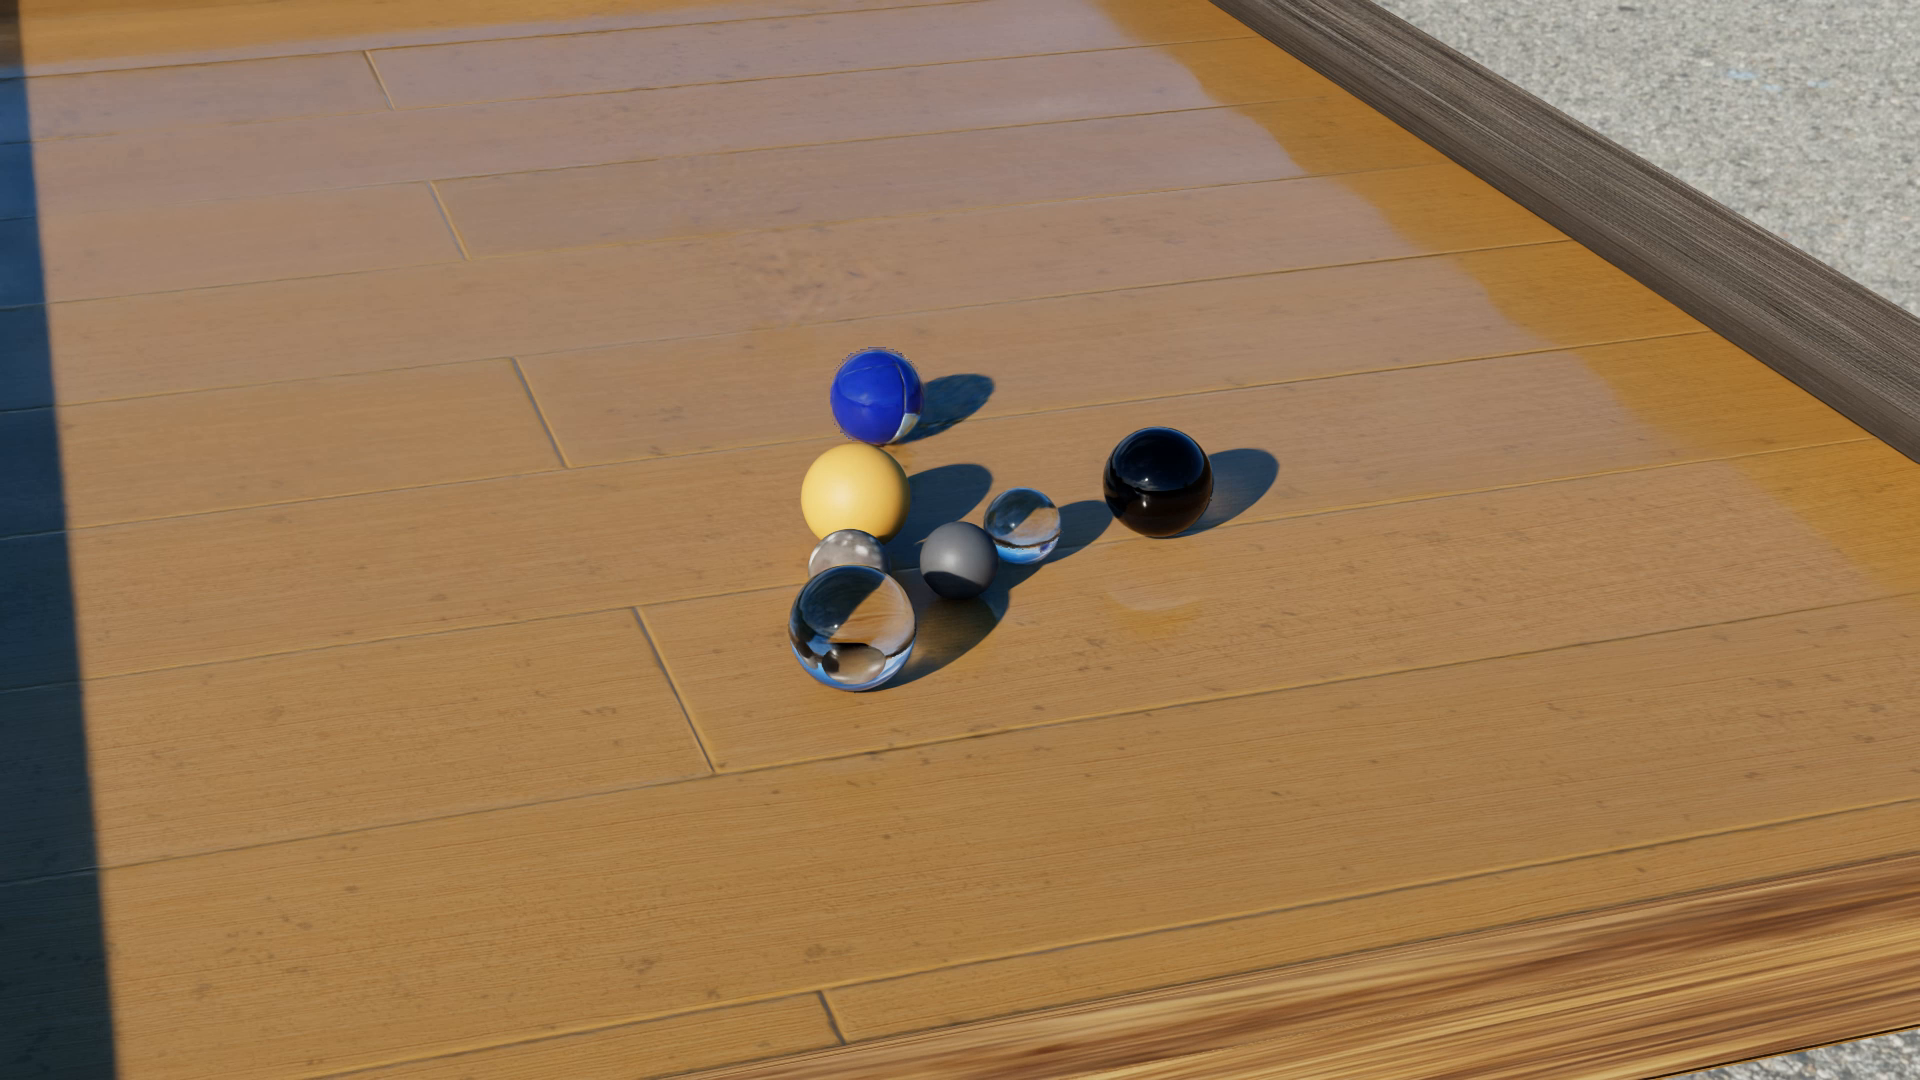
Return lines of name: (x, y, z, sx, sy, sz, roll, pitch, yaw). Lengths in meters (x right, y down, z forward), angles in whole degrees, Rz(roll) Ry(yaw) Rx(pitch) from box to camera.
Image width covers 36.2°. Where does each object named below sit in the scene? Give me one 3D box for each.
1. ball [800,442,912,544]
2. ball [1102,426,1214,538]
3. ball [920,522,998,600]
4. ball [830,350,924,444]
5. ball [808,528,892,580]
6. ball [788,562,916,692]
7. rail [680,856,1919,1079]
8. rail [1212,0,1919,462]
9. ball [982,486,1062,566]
ball: (-0.075, -0.030, 2.118, 0.080, 0.080, 0.080, 0, 25, 0)
ball: (0.144, -0.042, 2.142, 0.081, 0.081, 0.081, 0, 25, 0)
ball: (-0.001, 0.014, 2.050, 0.055, 0.055, 0.055, 0, 25, 0)
ball: (-0.065, -0.112, 2.299, 0.074, 0.074, 0.074, 0, 25, 0)
ball: (-0.076, 0.021, 2.032, 0.058, 0.058, 0.058, 0, 25, 0)
ball: (-0.070, 0.057, 1.925, 0.084, 0.084, 0.084, 0, 25, 0)
rail: (0.196, 0.244, 1.490, 1.547, 0.109, 0.045, -8, 26, -16)
rail: (0.512, -0.387, 2.847, 0.045, 0.109, 2.714, -8, 26, -16)
ball: (0.044, -0.010, 2.102, 0.056, 0.056, 0.056, 0, 25, 0)
